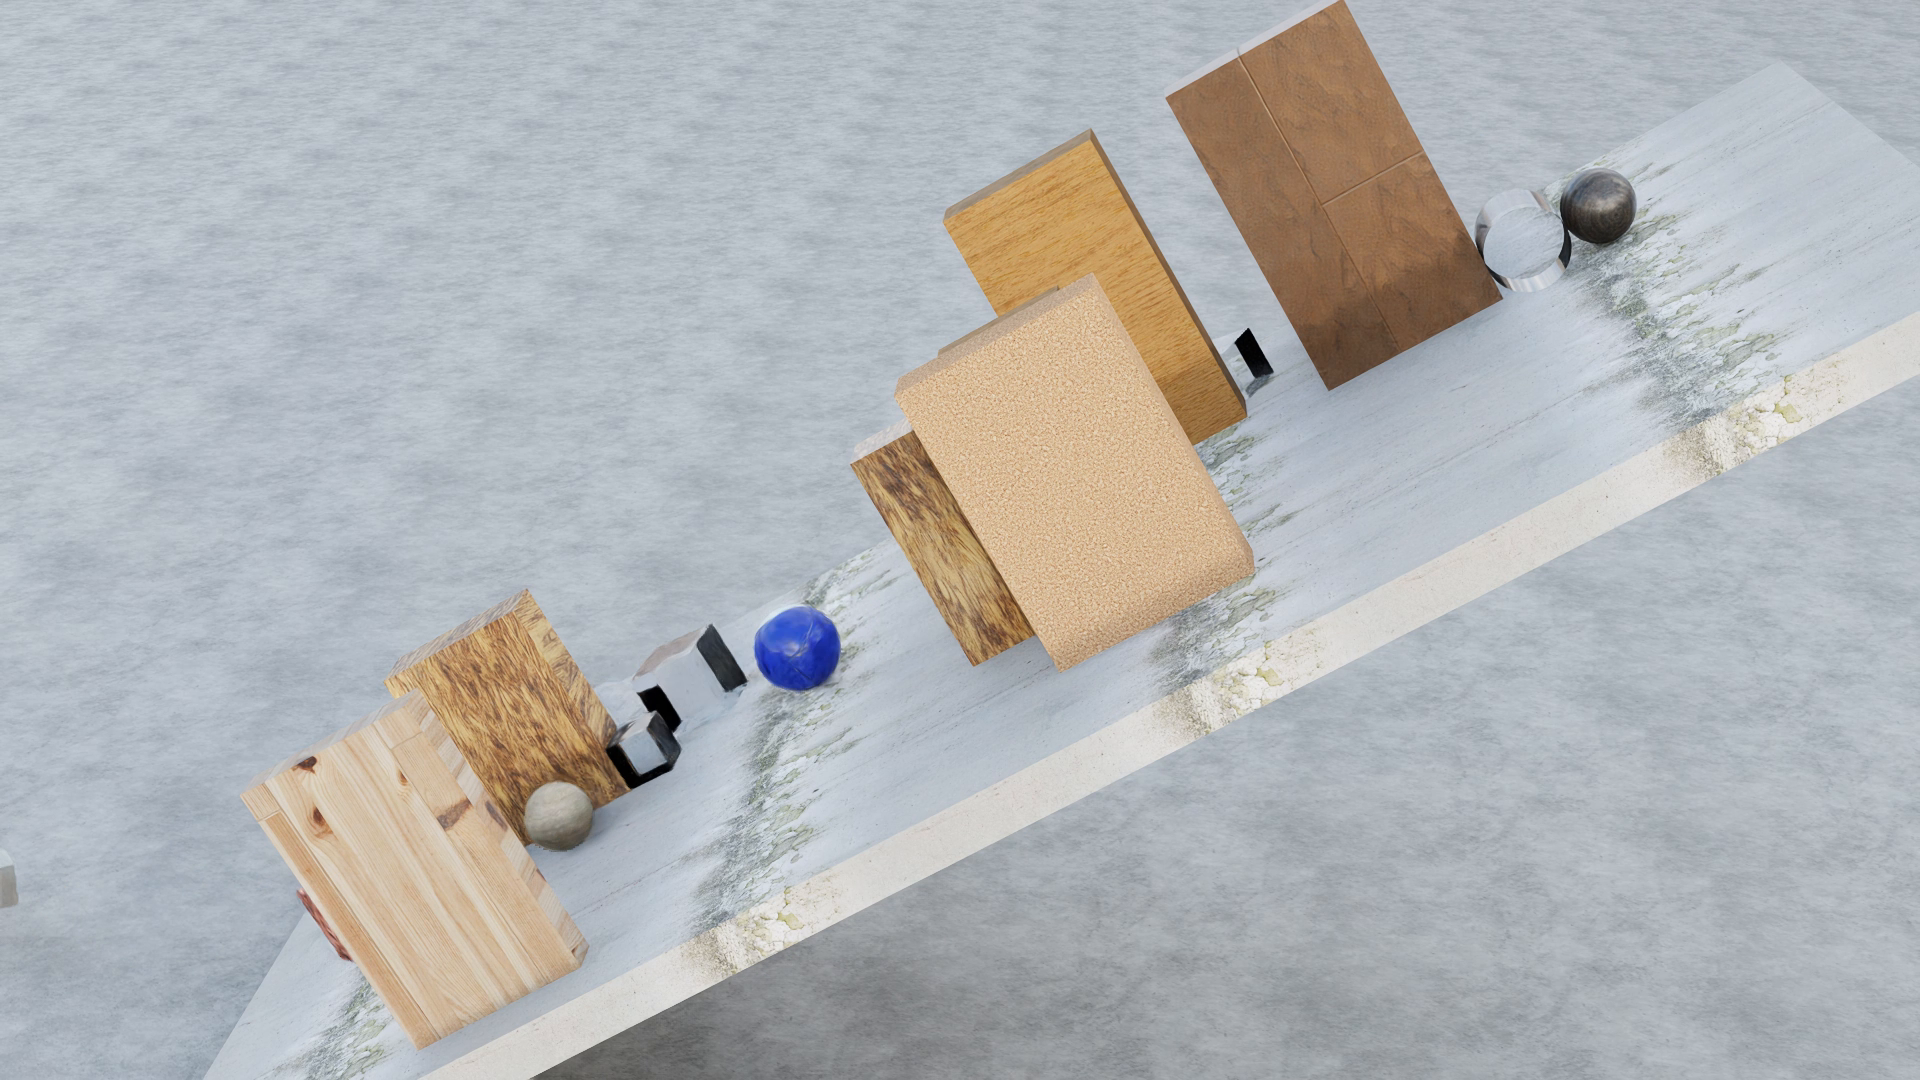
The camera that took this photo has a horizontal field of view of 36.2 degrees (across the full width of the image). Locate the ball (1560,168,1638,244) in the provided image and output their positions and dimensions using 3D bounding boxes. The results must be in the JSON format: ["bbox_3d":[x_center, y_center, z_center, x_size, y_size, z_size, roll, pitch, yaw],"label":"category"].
[{"bbox_3d":[1.355,-0.710,6.243,0.161,0.161,0.161,0,18,0],"label":"ball"}]

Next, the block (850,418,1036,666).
[{"bbox_3d":[0.023,-0.030,5.984,0.269,0.495,0.140,-28,15,12],"label":"block"}]

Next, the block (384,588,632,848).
[{"bbox_3d":[-0.997,0.412,6.583,0.346,0.487,0.149,-28,15,12],"label":"block"}]

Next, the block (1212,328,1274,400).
[{"bbox_3d":[0.618,-0.392,6.748,0.122,0.122,0.122,-17,20,44],"label":"block"}]

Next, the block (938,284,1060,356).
[{"bbox_3d":[0.227,-0.159,5.744,0.266,0.624,0.093,-28,15,12],"label":"block"}]

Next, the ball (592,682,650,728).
[{"bbox_3d":[-0.799,0.412,6.792,0.170,0.170,0.170,0,18,0],"label":"ball"}]

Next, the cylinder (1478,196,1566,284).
[{"bbox_3d":[1.200,-0.640,6.276,0.184,0.184,0.184,4,7,12],"label":"cylinder"}]

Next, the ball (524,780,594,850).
[{"bbox_3d":[-0.871,0.598,6.384,0.150,0.150,0.150,0,18,0],"label":"ball"}]

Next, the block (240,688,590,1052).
[{"bbox_3d":[-1.045,0.638,5.659,0.382,0.617,0.092,-28,15,12],"label":"block"}]

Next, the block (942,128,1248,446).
[{"bbox_3d":[0.305,-0.508,6.568,0.372,0.716,0.140,-28,15,12],"label":"block"}]

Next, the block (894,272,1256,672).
[{"bbox_3d":[0.222,-0.125,5.617,0.426,0.635,0.129,-28,15,12],"label":"block"}]

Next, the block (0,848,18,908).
[{"bbox_3d":[-2.429,0.853,7.361,0.109,0.109,0.109,-10,21,-28],"label":"block"}]

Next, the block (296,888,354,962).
[{"bbox_3d":[-1.318,0.805,6.522,0.186,0.186,0.186,-38,16,-26],"label":"block"}]

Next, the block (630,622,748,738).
[{"bbox_3d":[-0.621,0.325,6.757,0.168,0.168,0.168,-25,16,24],"label":"block"}]

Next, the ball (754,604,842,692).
[{"bbox_3d":[-0.358,0.238,6.470,0.193,0.193,0.193,0,18,0],"label":"ball"}]

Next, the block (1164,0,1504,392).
[{"bbox_3d":[0.802,-0.744,6.314,0.422,0.737,0.118,-28,15,12],"label":"block"}]

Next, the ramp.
[{"bbox_3d":[0.142,0.168,6.284,4.000,0.100,2.000,-28,15,12],"label":"ramp"}]

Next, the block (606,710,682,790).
[{"bbox_3d":[-0.705,0.468,6.558,0.110,0.110,0.110,-26,15,16],"label":"block"}]
